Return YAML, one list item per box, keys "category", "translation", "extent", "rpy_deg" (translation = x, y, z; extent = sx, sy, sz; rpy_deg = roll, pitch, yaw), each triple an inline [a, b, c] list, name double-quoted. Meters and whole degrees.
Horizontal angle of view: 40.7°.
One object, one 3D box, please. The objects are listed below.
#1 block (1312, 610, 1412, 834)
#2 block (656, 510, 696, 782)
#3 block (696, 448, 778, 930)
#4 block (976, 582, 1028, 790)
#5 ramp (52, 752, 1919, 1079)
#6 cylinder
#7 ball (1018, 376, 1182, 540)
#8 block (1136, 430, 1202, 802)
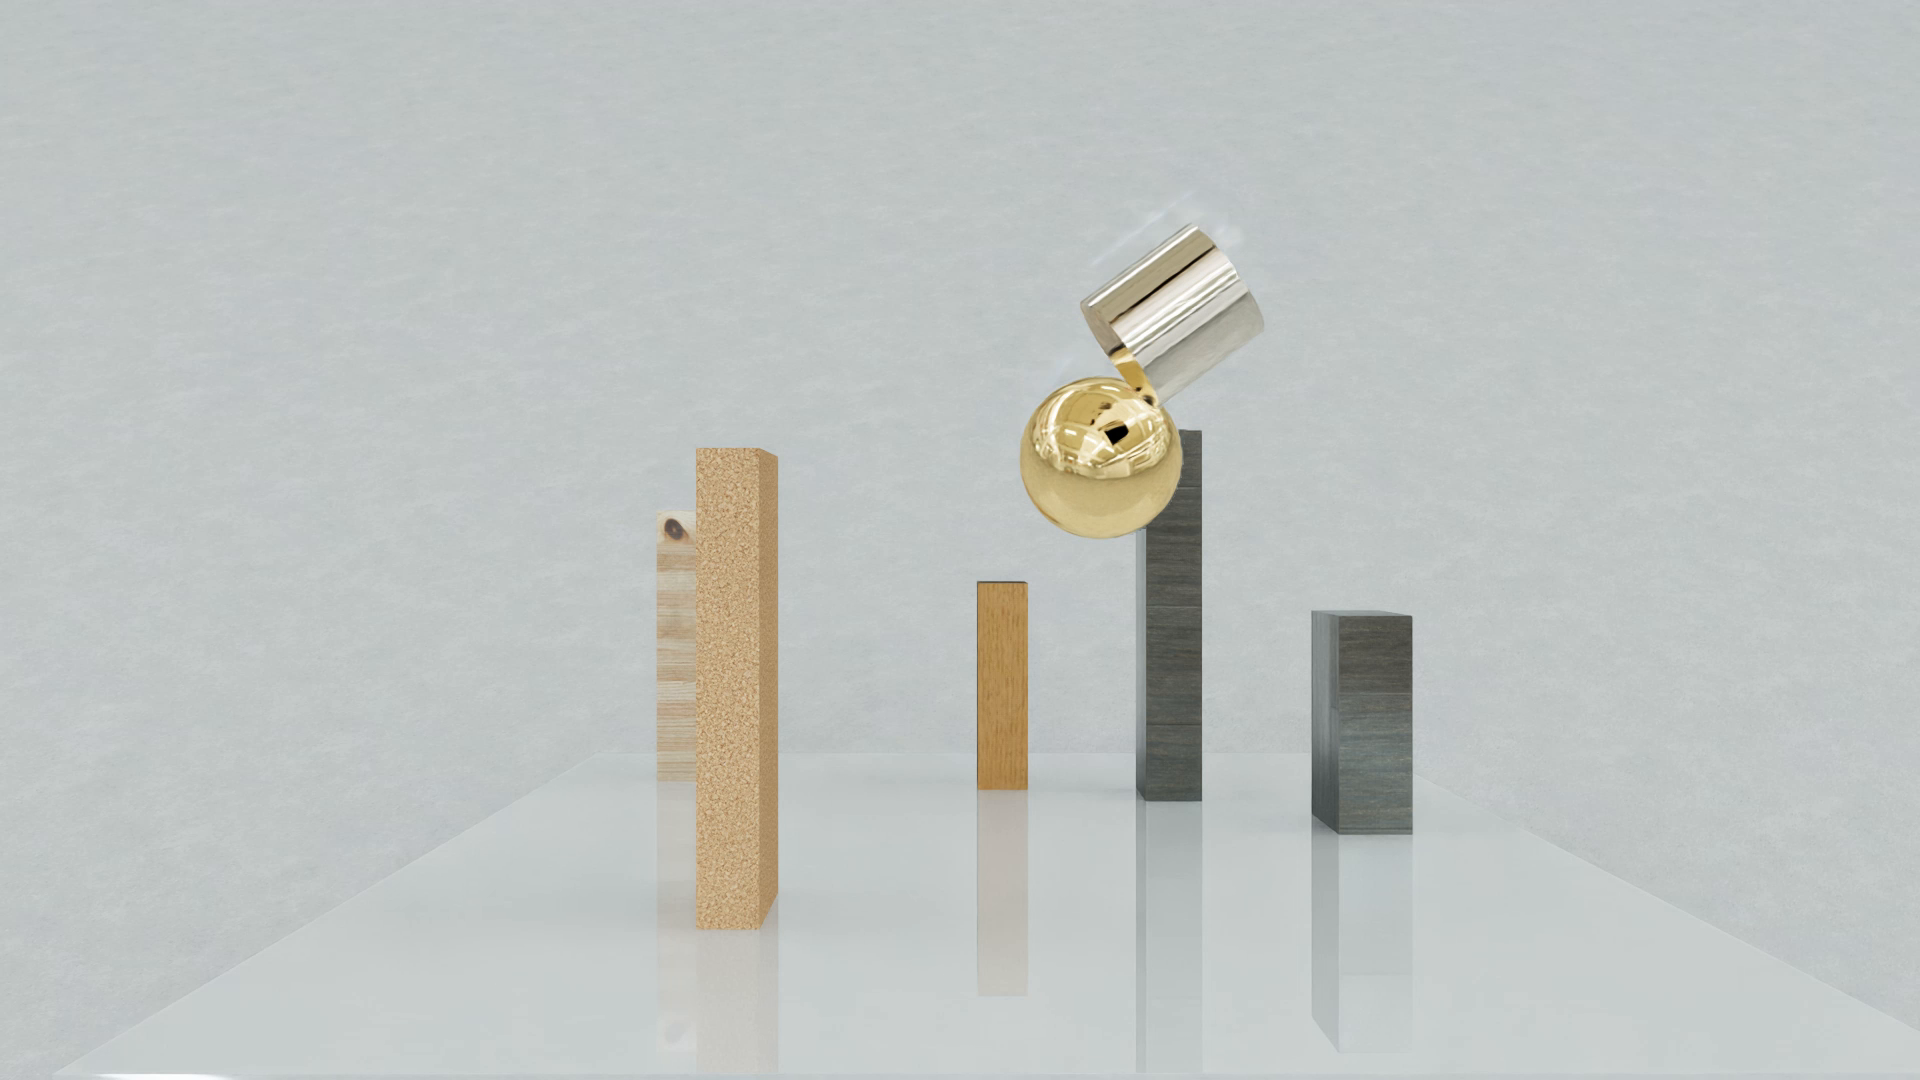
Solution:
- category: "block"
  translation: [0.773, 0.344, 4.998]
  extent: [0.137, 0.407, 0.375]
  rpy_deg: [0, 0, 0]
- category: "block"
  translation: [-0.633, 0.241, 6.024]
  extent: [0.113, 0.616, 0.278]
  rpy_deg: [0, 0, 0]
- category: "block"
  translation: [-0.327, 0.209, 3.834]
  extent: [0.089, 0.678, 0.385]
  rpy_deg: [0, 0, 0]
- category: "block"
  translation: [0.094, 0.322, 5.827]
  extent: [0.110, 0.453, 0.299]
  rpy_deg: [0, 0, 0]
- category: "ramp"
  translation: [0.067, 0.598, 4.656]
  extent: [2.000, 0.100, 4.000]
  rpy_deg: [0, 0, 0]
- category: "cylinder"
  translation: [0.205, -0.216, 2.497]
  extent: [0.127, 0.127, 0.127]
  rpy_deg: [-36, 37, -4]
- category: "ball"
  translation: [0.149, -0.087, 2.737]
  extent: [0.173, 0.173, 0.173]
  rpy_deg: [0, 30, 0]
- category: "block"
  translation: [0.449, 0.159, 5.580]
  extent: [0.118, 0.778, 0.312]
  rpy_deg: [0, 0, 0]
